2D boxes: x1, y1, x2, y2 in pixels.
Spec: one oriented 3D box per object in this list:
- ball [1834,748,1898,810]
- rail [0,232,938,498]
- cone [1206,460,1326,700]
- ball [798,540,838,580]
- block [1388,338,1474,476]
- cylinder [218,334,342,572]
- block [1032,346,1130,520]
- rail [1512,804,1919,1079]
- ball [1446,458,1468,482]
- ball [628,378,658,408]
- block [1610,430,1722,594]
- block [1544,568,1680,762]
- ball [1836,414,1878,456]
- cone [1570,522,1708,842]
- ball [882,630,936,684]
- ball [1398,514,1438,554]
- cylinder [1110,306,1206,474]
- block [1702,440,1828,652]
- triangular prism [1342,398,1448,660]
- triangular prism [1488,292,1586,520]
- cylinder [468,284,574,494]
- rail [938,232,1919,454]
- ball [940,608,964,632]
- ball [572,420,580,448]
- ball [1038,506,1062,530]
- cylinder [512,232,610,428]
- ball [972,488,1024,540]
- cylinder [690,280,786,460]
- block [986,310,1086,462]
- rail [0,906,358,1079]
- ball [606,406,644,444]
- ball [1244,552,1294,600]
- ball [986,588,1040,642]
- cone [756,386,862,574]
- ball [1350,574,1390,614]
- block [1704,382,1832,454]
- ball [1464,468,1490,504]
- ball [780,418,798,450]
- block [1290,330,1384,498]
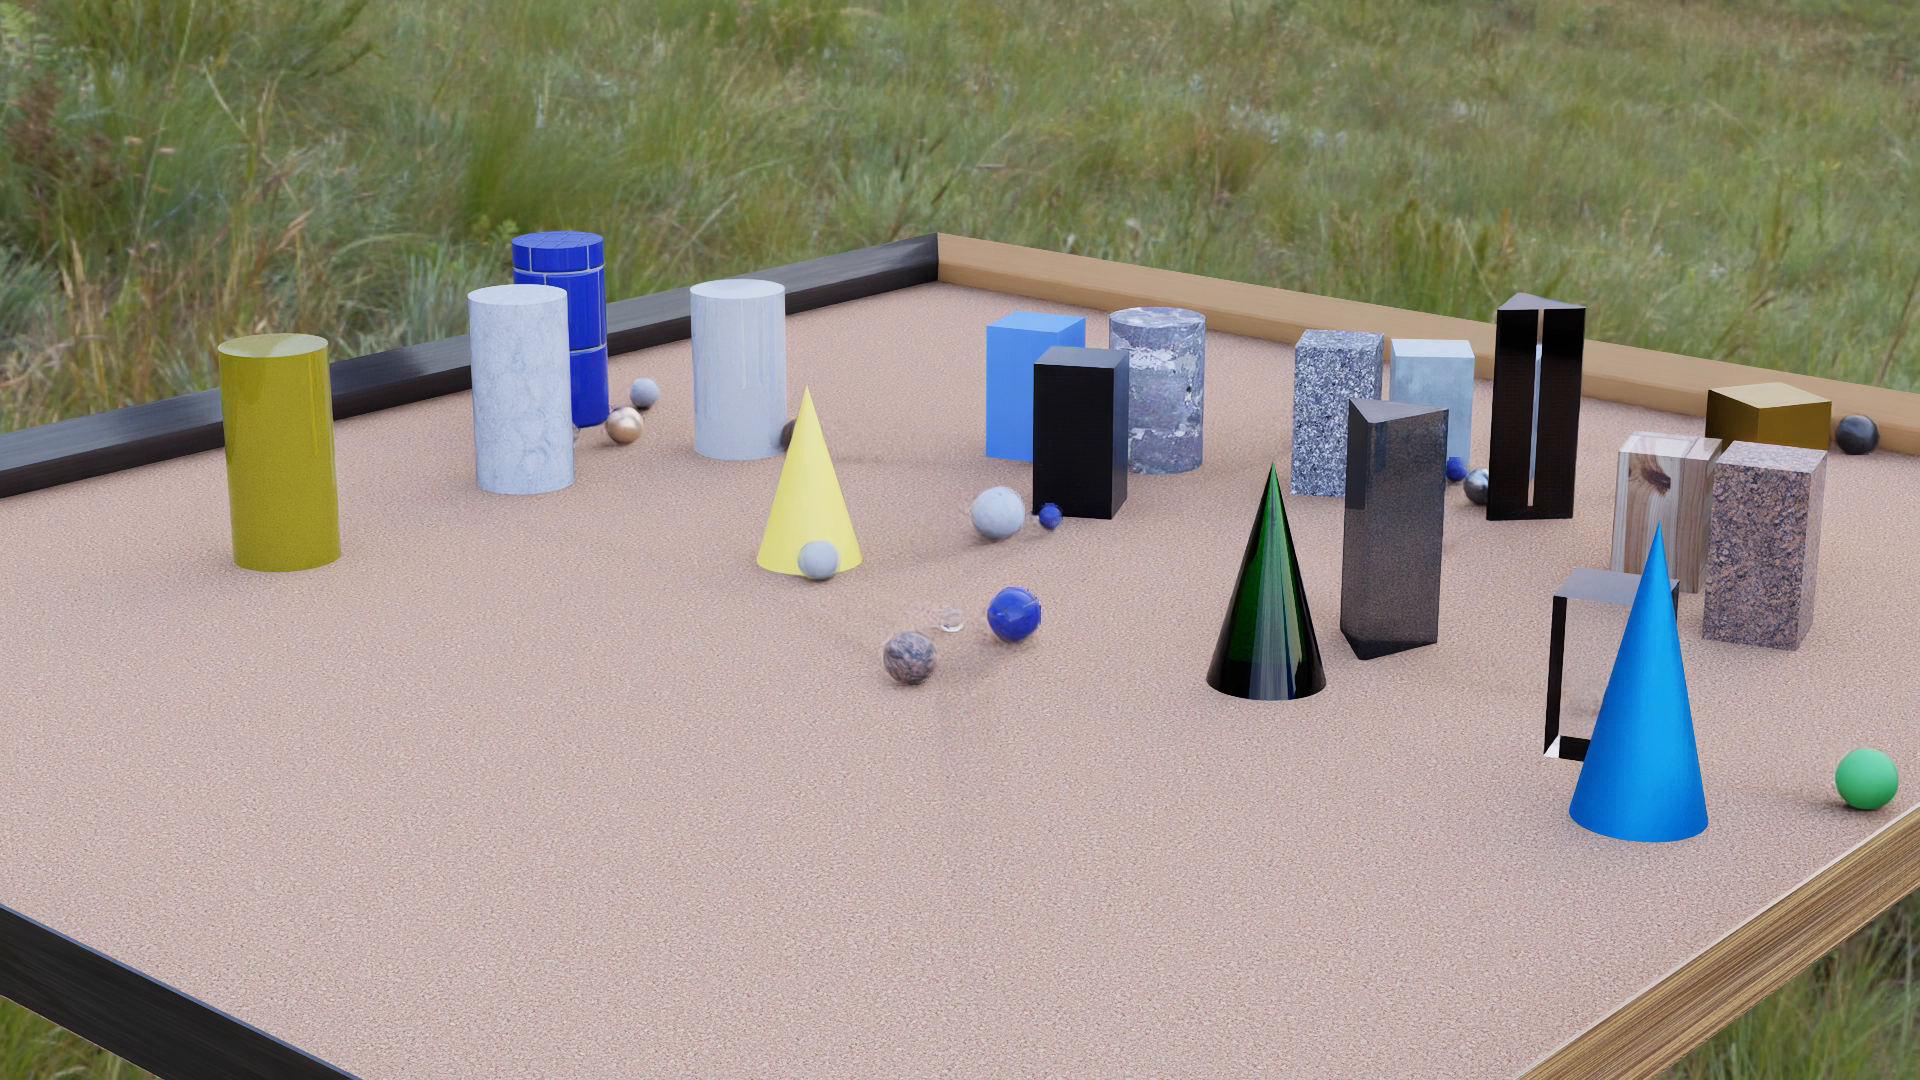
[{"bbox_3d":[1.289,0.340,4.169,0.087,0.087,0.087,0,17,0],"label":"ball"},{"bbox_3d":[-1.346,-0.306,6.239,0.045,0.125,3.979,14,22,39],"label":"rail"},{"bbox_3d":[0.491,0.049,4.647,0.193,0.367,0.193,0,17,0],"label":"cone"},{"bbox_3d":[-0.253,0.036,5.202,0.071,0.071,0.071,0,17,0],"label":"ball"},{"bbox_3d":[0.946,-0.267,5.904,0.154,0.245,0.154,1,17,4],"label":"block"},{"bbox_3d":[-1.226,-0.159,5.289,0.193,0.394,0.193,0,17,0],"label":"cylinder"},{"bbox_3d":[0.232,-0.207,5.618,0.154,0.296,0.154,4,17,14],"label":"block"},{"bbox_3d":[1.346,0.369,4.001,0.045,0.125,3.979,14,22,39],"label":"rail"},{"bbox_3d":[0.987,-0.139,5.828,0.045,0.045,0.045,0,17,0],"label":"ball"},{"bbox_3d":[-0.690,-0.320,6.392,0.065,0.065,0.065,0,17,0],"label":"ball"},{"bbox_3d":[1.250,-0.051,5.193,0.154,0.242,0.154,7,18,22],"label":"block"},{"bbox_3d":[0.973,0.191,4.378,0.154,0.251,0.154,7,18,23],"label":"block"},{"bbox_3d":[1.839,-0.216,6.013,0.085,0.085,0.085,0,17,0],"label":"ball"},{"bbox_3d":[0.960,0.181,4.087,0.193,0.438,0.193,0,17,0],"label":"cone"},{"bbox_3d":[-0.081,0.187,4.677,0.086,0.086,0.086,0,17,0],"label":"ball"},{"bbox_3d":[0.835,-0.010,5.350,0.073,0.073,0.073,0,17,0],"label":"ball"},{"bbox_3d":[0.397,-0.303,5.928,0.193,0.301,0.193,0,17,0],"label":"cylinder"},{"bbox_3d":[1.342,0.008,4.889,0.154,0.305,0.154,8,18,24],"label":"block"},{"bbox_3d":[0.685,-0.026,4.837,0.167,0.401,0.145,-11,20,-32],"label":"triangular prism"},{"bbox_3d":[1.077,-0.256,5.586,0.167,0.409,0.145,-2,17,-6],"label":"triangular prism"},{"bbox_3d":[-0.864,-0.299,5.779,0.193,0.378,0.193,0,17,0],"label":"cylinder"},{"bbox_3d":[1.289,-0.398,6.541,3.613,0.125,0.045,14,22,39],"label":"rail"},{"bbox_3d":[-0.013,0.134,4.930,0.042,0.042,0.042,0,17,0],"label":"ball"},{"bbox_3d":[-0.823,-0.214,6.010,0.084,0.084,0.084,0,17,0],"label":"ball"},{"bbox_3d":[0.169,-0.042,5.508,0.044,0.044,0.044,0,17,0],"label":"ball"},{"bbox_3d":[-0.850,-0.448,6.252,0.193,0.391,0.193,0,17,0],"label":"cylinder"},{"bbox_3d":[0.070,-0.049,5.440,0.096,0.096,0.096,0,17,0],"label":"ball"},{"bbox_3d":[-0.454,-0.352,6.028,0.193,0.336,0.193,0,17,0],"label":"cylinder"},{"bbox_3d":[0.155,-0.313,6.006,0.154,0.275,0.154,7,18,23],"label":"block"},{"bbox_3d":[-1.289,0.460,3.699,3.613,0.125,0.045,14,22,39],"label":"rail"},{"bbox_3d":[-0.698,-0.239,6.103,0.078,0.078,0.078,0,17,0],"label":"ball"},{"bbox_3d":[0.536,0.063,5.091,0.084,0.084,0.084,0,17,0],"label":"ball"},{"bbox_3d":[0.089,0.125,4.878,0.088,0.088,0.088,0,17,0],"label":"ball"},{"bbox_3d":[-0.273,-0.121,5.283,0.193,0.326,0.193,0,17,0],"label":"cone"},{"bbox_3d":[0.701,0.093,5.018,0.069,0.069,0.069,0,17,0],"label":"ball"},{"bbox_3d":[1.455,-0.117,5.313,0.154,0.300,0.154,-6,18,-20],"label":"block"},{"bbox_3d":[1.009,-0.103,5.667,0.070,0.070,0.070,0,17,0],"label":"ball"},{"bbox_3d":[-0.330,-0.212,6.017,0.075,0.075,0.075,0,17,0],"label":"ball"},{"bbox_3d":[0.740,-0.248,5.753,0.154,0.297,0.154,4,17,13],"label":"block"}]
